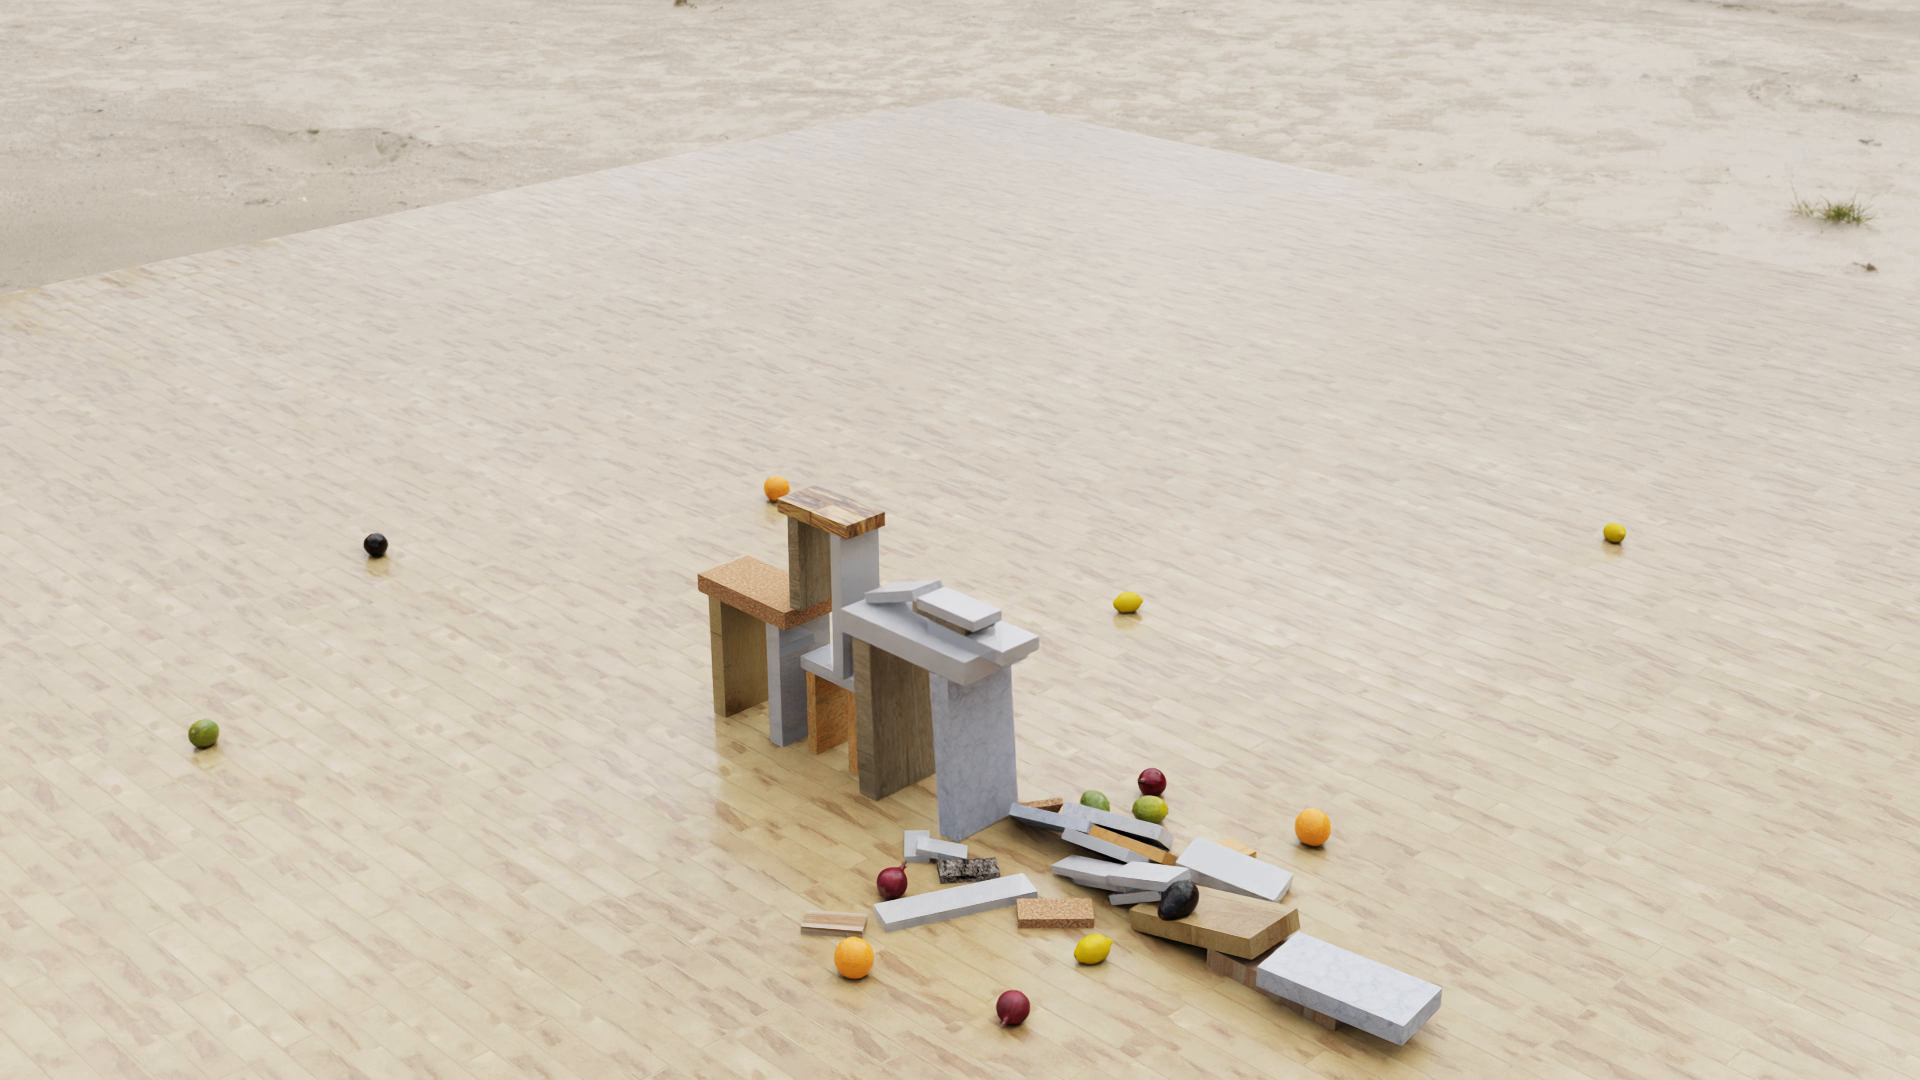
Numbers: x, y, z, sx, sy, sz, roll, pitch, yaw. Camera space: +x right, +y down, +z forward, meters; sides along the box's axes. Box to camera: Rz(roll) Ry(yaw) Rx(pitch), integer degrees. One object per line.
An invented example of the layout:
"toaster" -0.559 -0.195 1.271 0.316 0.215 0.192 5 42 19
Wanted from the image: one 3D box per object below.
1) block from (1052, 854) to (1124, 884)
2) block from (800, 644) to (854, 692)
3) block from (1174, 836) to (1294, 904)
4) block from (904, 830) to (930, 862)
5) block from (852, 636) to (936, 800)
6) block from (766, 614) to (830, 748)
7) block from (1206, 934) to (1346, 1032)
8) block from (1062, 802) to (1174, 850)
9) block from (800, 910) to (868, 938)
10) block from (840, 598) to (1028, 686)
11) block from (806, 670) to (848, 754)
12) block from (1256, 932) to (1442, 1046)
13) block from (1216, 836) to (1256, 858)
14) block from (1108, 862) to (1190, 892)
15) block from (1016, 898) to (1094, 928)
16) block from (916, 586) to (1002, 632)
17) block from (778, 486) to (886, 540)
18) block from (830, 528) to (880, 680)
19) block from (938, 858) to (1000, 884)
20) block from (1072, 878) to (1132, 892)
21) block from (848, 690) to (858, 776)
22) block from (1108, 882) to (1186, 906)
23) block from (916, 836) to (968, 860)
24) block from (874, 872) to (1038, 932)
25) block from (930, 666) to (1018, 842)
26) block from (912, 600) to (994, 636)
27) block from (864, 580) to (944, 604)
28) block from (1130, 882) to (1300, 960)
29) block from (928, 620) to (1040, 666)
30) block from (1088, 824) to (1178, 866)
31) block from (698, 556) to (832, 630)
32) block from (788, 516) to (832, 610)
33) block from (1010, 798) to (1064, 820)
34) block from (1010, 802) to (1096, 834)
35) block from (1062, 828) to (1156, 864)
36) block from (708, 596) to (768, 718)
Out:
"block" 0.246 0.627 4.189 0.058 0.016 0.152 -20 14 -37
"block" -0.235 0.269 4.600 0.192 0.027 0.096 21 31 41
"block" 0.521 0.636 4.188 0.203 0.029 0.101 19 32 23
"block" -0.084 0.602 4.324 0.050 0.014 0.099 0 23 -1
"block" -0.131 0.340 4.507 0.176 0.352 0.050 -21 29 -41
"block" -0.344 0.287 4.717 0.041 0.286 0.143 21 31 41
"block" 0.593 0.767 3.902 0.282 0.040 0.141 21 31 41
"block" 0.310 0.561 4.320 0.202 0.029 0.101 12 -14 23
"block" -0.232 0.710 4.066 0.115 0.016 0.058 3 23 7
"block" -0.053 0.184 4.357 0.176 0.050 0.352 -21 30 -40
"block" -0.280 0.353 4.685 0.027 0.192 0.096 21 31 41
"block" 0.669 0.771 3.791 0.282 0.040 0.141 17 28 35
"block" 0.501 0.621 4.271 0.140 0.020 0.070 -17 29 -35
"block" 0.352 0.625 4.083 0.139 0.020 0.069 -1 16 44
"block" 0.177 0.695 4.097 0.140 0.020 0.070 0 23 -1
"block" -0.002 0.133 4.253 0.078 0.022 0.156 -21 30 -40
"block" -0.263 -0.058 4.482 0.211 0.030 0.105 21 31 41
"block" -0.213 0.122 4.504 0.030 0.318 0.105 21 31 41
"block" 0.016 0.637 4.238 0.115 0.016 0.058 -3 23 -6
"block" 0.286 0.640 4.179 0.069 0.020 0.139 -21 14 -40
"block" -0.190 0.388 4.601 0.027 0.192 0.096 21 31 41
"block" 0.349 0.656 4.108 0.069 0.020 0.139 -21 2 -39
"block" -0.036 0.605 4.292 0.099 0.014 0.049 11 22 -2
"block" -0.008 0.681 4.131 0.304 0.020 0.070 -9 25 -20
"block" 0.030 0.402 4.360 0.176 0.352 0.050 -21 26 -41
"block" -0.012 0.142 4.290 0.078 0.022 0.156 -19 29 -38
"block" -0.112 0.103 4.389 0.078 0.022 0.156 -20 9 -38
"block" 0.461 0.690 4.004 0.141 0.040 0.282 -21 18 -41
"block" 0.045 0.183 4.256 0.101 0.029 0.203 -21 30 -40
"block" 0.342 0.597 4.257 0.171 0.024 0.086 16 -10 36
"block" -0.416 0.111 4.714 0.286 0.041 0.143 21 31 40
"block" -0.309 0.032 4.579 0.030 0.211 0.105 19 29 37
"block" 0.154 0.540 4.427 0.099 0.049 0.014 -6 62 -13
"block" 0.191 0.558 4.341 0.171 0.024 0.085 10 -16 29
"block" 0.285 0.597 4.233 0.171 0.024 0.085 13 -12 47
"block" -0.479 0.235 4.842 0.041 0.286 0.143 21 31 41
